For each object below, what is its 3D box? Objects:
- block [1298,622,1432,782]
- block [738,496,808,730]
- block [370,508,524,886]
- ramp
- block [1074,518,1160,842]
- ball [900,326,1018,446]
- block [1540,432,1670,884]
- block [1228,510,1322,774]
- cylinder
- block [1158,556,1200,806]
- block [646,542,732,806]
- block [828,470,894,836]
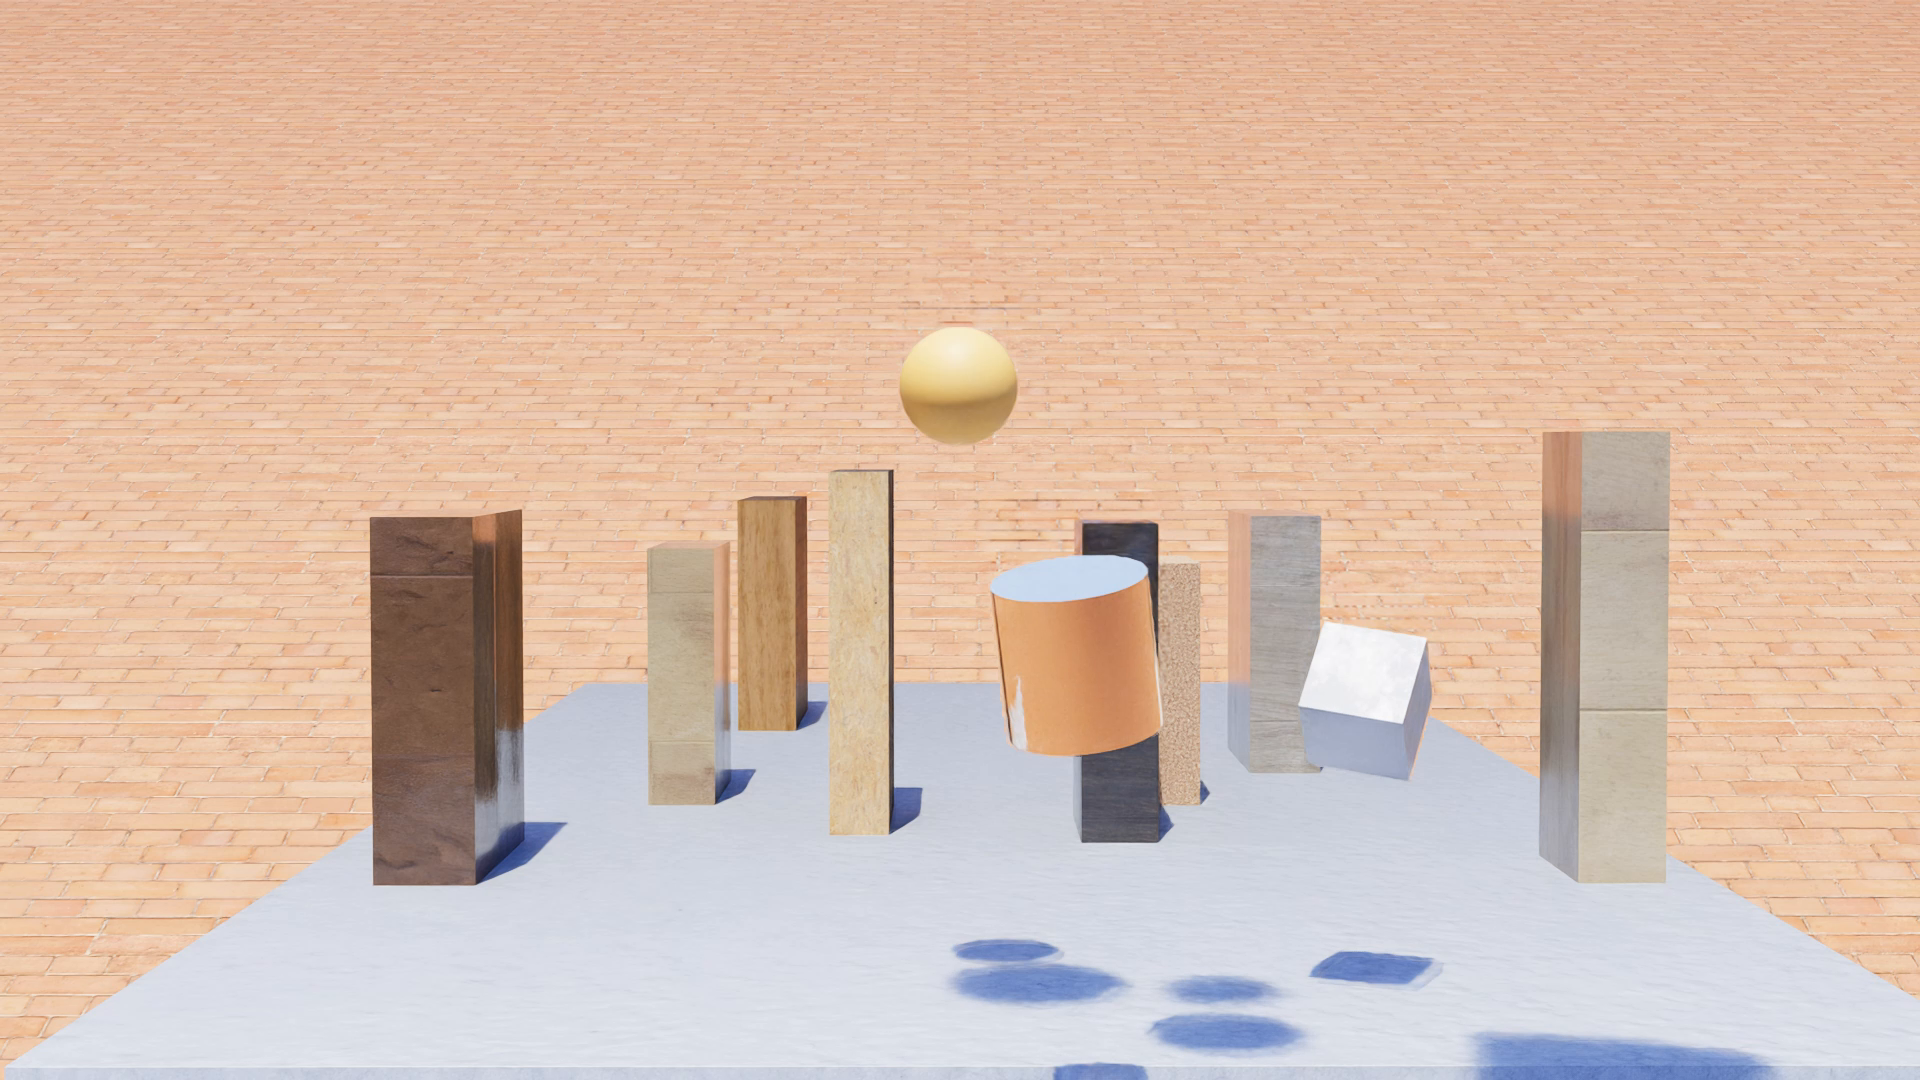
[{"bbox_3d":[0.456,0.181,2.886,0.116,0.116,0.116,9,55,20],"label":"block"},{"bbox_3d":[-0.410,0.152,5.673,0.122,0.489,0.442,0,2,0],"label":"block"},{"bbox_3d":[-0.743,0.216,3.764,0.142,0.512,0.408,0,2,0],"label":"block"},{"bbox_3d":[0.054,0.491,4.542,2.000,0.100,4.000,0,2,0],"label":"ramp"},{"bbox_3d":[0.245,0.214,4.071,0.118,0.489,0.272,0,2,0],"label":"block"},{"bbox_3d":[-0.002,-0.171,2.849,0.131,0.131,0.131,0,24,0],"label":"ball"},{"bbox_3d":[0.921,0.159,3.692,0.122,0.628,0.241,0,2,0],"label":"block"},{"bbox_3d":[0.601,0.186,4.954,0.130,0.477,0.395,0,2,0],"label":"block"},{"bbox_3d":[0.105,0.101,2.302,0.141,0.141,0.141,-7,15,2],"label":"cylinder"},{"bbox_3d":[0.340,0.238,4.487,0.129,0.409,0.293,0,2,0],"label":"block"},{"bbox_3d":[-0.471,0.225,4.505,0.112,0.434,0.320,0,2,0],"label":"block"},{"bbox_3d":[-0.158,0.171,4.184,0.093,0.568,0.349,0,2,0],"label":"block"}]
